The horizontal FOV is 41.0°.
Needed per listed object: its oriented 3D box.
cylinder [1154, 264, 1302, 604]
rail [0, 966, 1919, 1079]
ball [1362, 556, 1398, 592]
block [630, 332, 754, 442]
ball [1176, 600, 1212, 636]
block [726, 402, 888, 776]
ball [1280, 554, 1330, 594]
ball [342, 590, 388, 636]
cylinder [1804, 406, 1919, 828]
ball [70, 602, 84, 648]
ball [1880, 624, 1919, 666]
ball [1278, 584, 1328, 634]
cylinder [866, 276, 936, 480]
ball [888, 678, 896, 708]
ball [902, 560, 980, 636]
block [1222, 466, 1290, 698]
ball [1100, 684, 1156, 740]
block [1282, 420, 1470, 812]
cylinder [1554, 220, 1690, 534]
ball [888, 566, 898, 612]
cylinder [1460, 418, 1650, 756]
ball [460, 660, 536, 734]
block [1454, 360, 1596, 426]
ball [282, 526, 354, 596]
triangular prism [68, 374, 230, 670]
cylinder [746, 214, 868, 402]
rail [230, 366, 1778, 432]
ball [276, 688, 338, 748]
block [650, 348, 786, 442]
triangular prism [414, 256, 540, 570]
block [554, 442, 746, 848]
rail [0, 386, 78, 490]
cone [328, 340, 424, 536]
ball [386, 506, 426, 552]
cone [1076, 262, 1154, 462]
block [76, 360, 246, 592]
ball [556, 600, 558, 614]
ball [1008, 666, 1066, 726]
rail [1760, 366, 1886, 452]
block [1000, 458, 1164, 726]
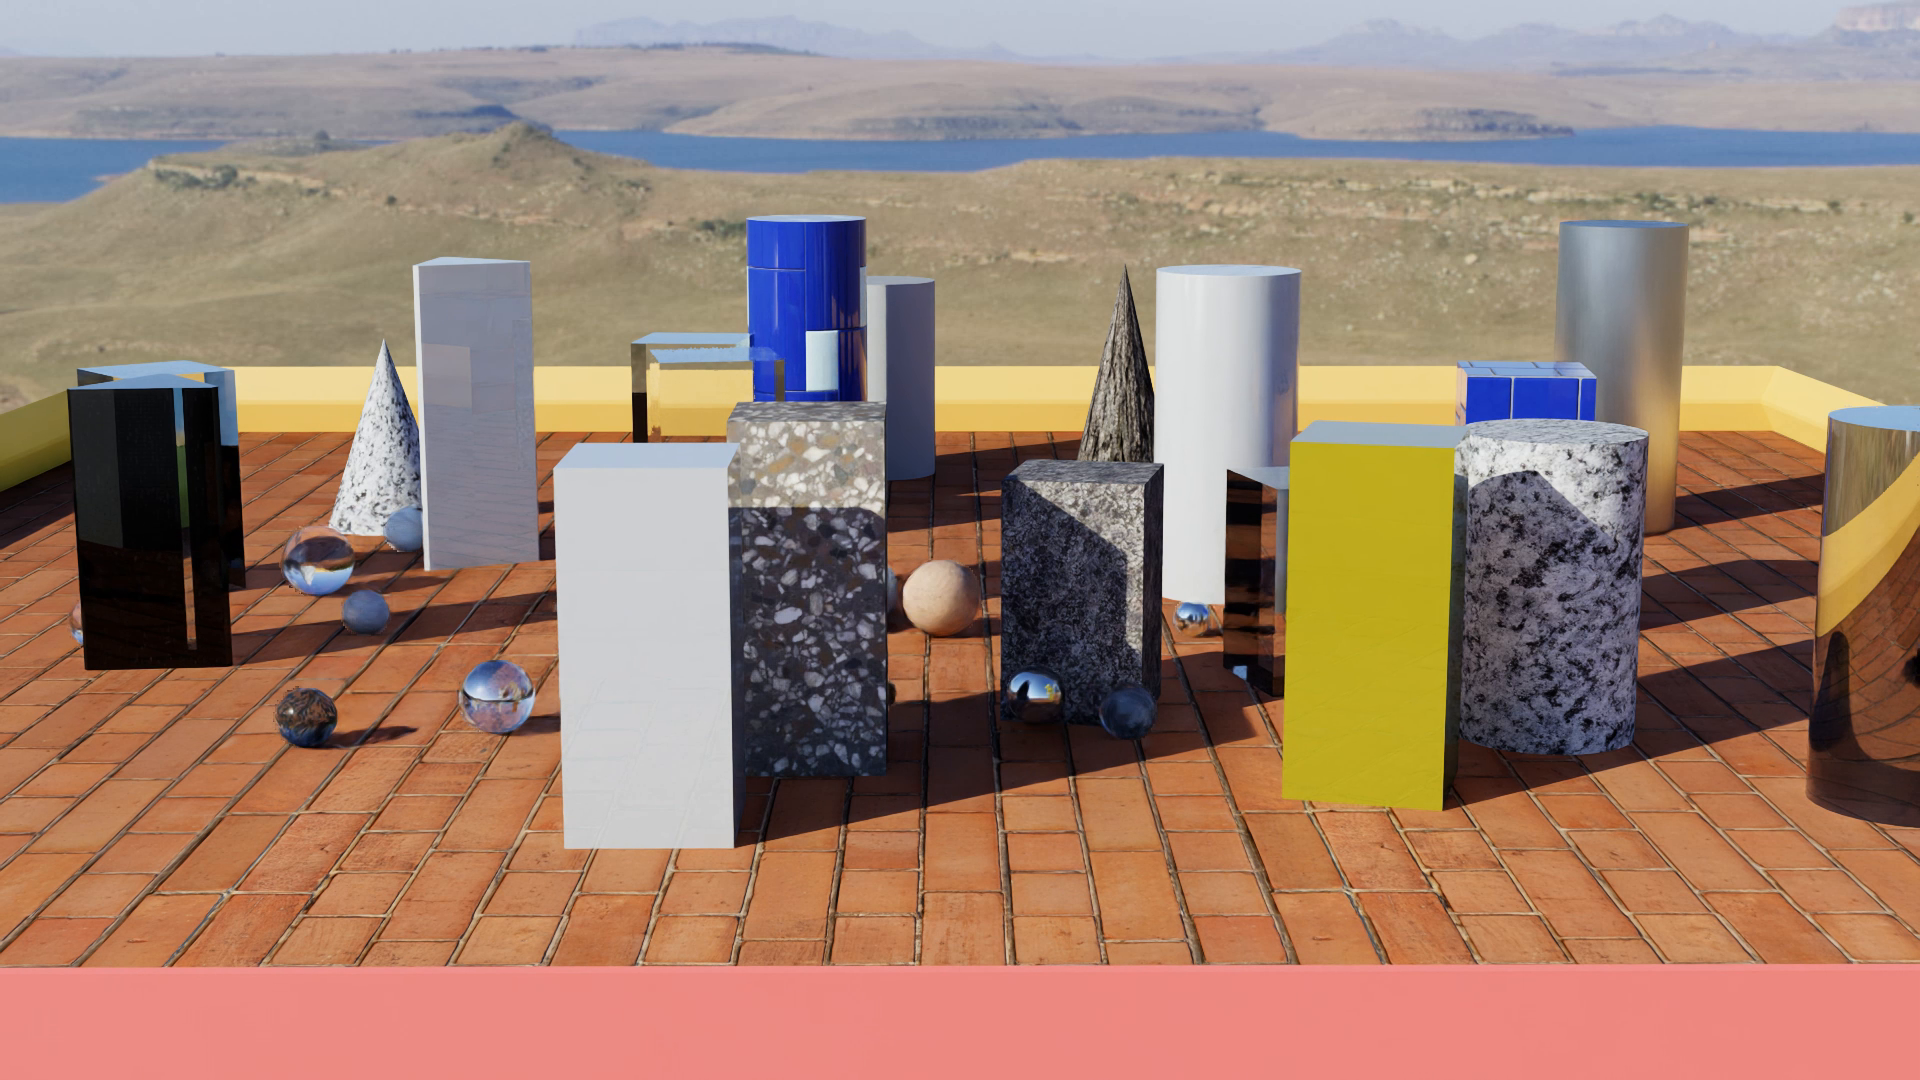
[{"bbox_3d":[0.370,-0.150,3.568,0.199,0.449,0.199,0,10,0],"label":"cylinder"},{"bbox_3d":[0.010,0.347,1.754,3.315,0.130,0.045,0,10,0],"label":"rail"},{"bbox_3d":[0.588,0.048,3.592,0.050,0.050,0.050,0,10,0],"label":"ball"},{"bbox_3d":[-0.406,-0.152,3.939,0.160,0.317,0.160,1,11,5],"label":"block"},{"bbox_3d":[0.302,0.101,3.313,0.047,0.047,0.047,0,10,0],"label":"ball"},{"bbox_3d":[-0.158,0.048,2.709,0.160,0.371,0.160,0,10,-1],"label":"block"},{"bbox_3d":[0.473,0.053,3.516,0.068,0.068,0.068,0,10,0],"label":"ball"},{"bbox_3d":[-0.770,0.094,3.323,0.059,0.059,0.059,0,10,0],"label":"ball"},{"bbox_3d":[0.953,0.071,2.543,0.199,0.386,0.199,0,10,0],"label":"cylinder"},{"bbox_3d":[-1.085,0.105,3.231,0.070,0.070,0.070,0,10,0],"label":"ball"},{"bbox_3d":[1.156,0.129,3.147,0.052,0.052,0.052,0,10,0],"label":"ball"},{"bbox_3d":[0.446,0.089,3.334,0.065,0.065,0.065,0,10,0],"label":"ball"},{"bbox_3d":[-0.145,-0.294,4.628,0.199,0.348,0.199,0,10,0],"label":"cylinder"},{"bbox_3d":[-0.093,0.175,2.933,0.040,0.040,0.040,0,10,0],"label":"ball"},{"bbox_3d":[-0.025,0.075,3.312,0.100,0.100,0.100,0,10,0],"label":"ball"},{"bbox_3d":[0.421,0.045,3.072,0.160,0.246,0.160,-3,11,-15],"label":"block"},{"bbox_3d":[0.183,0.188,2.805,0.062,0.062,0.062,0,10,0],"label":"ball"},{"bbox_3d":[0.423,0.072,2.604,0.160,0.363,0.160,3,11,16],"label":"block"},{"bbox_3d":[1.048,-0.263,4.091,0.199,0.480,0.199,0,10,0],"label":"cylinder"},{"bbox_3d":[-0.129,0.064,3.386,0.093,0.093,0.093,0,10,0],"label":"ball"},{"bbox_3d":[0.645,0.047,2.813,0.199,0.336,0.199,0,10,0],"label":"cylinder"},{"bbox_3d":[-0.511,0.173,2.831,0.082,0.082,0.082,0,10,0],"label":"ball"},{"bbox_3d":[0.728,-0.053,3.338,0.160,0.342,0.160,1,11,6],"label":"block"},{"bbox_3d":[-0.893,0.028,3.568,0.098,0.098,0.098,0,10,0],"label":"ball"},{"bbox_3d":[-0.991,-0.026,3.184,0.173,0.345,0.150,-1,11,-7],"label":"triangular prism"},{"bbox_3d":[-0.255,-0.300,4.302,0.199,0.477,0.199,0,10,0],"label":"cylinder"},{"bbox_3d":[-0.010,-0.280,5.143,3.315,0.130,0.045,0,10,0],"label":"rail"},{"bbox_3d":[-0.707,0.192,2.775,0.065,0.065,0.065,0,10,0],"label":"ball"},{"bbox_3d":[-0.319,-0.068,3.382,0.160,0.354,0.160,-2,11,-11],"label":"block"},{"bbox_3d":[-0.737,-0.193,3.811,0.173,0.444,0.150,-5,12,-27],"label":"triangular prism"},{"bbox_3d":[-0.294,0.098,2.464,0.160,0.363,0.160,0,10,-1],"label":"block"},{"bbox_3d":[-1.634,0.035,3.439,0.045,0.130,3.494,0,10,0],"label":"rail"},{"bbox_3d":[-0.914,-0.173,4.099,0.199,0.301,0.199,0,10,0],"label":"cone"},{"bbox_3d":[-0.837,-0.016,3.893,0.068,0.068,0.068,0,10,0],"label":"ball"},{"bbox_3d":[0.255,-0.221,4.011,0.199,0.427,0.199,0,10,0],"label":"cone"},{"bbox_3d":[-1.119,-0.085,3.598,0.160,0.310,0.160,-9,14,-40],"label":"block"},{"bbox_3d":[-0.486,0.086,3.322,0.073,0.073,0.073,0,10,0],"label":"ball"},{"bbox_3d":[0.085,0.172,2.842,0.066,0.066,0.066,0,10,0],"label":"ball"},{"bbox_3d":[1.634,0.032,3.458,0.045,0.130,3.494,0,10,0],"label":"rail"},{"bbox_3d":[0.141,0.057,2.926,0.160,0.274,0.160,2,11,12],"label":"block"}]
